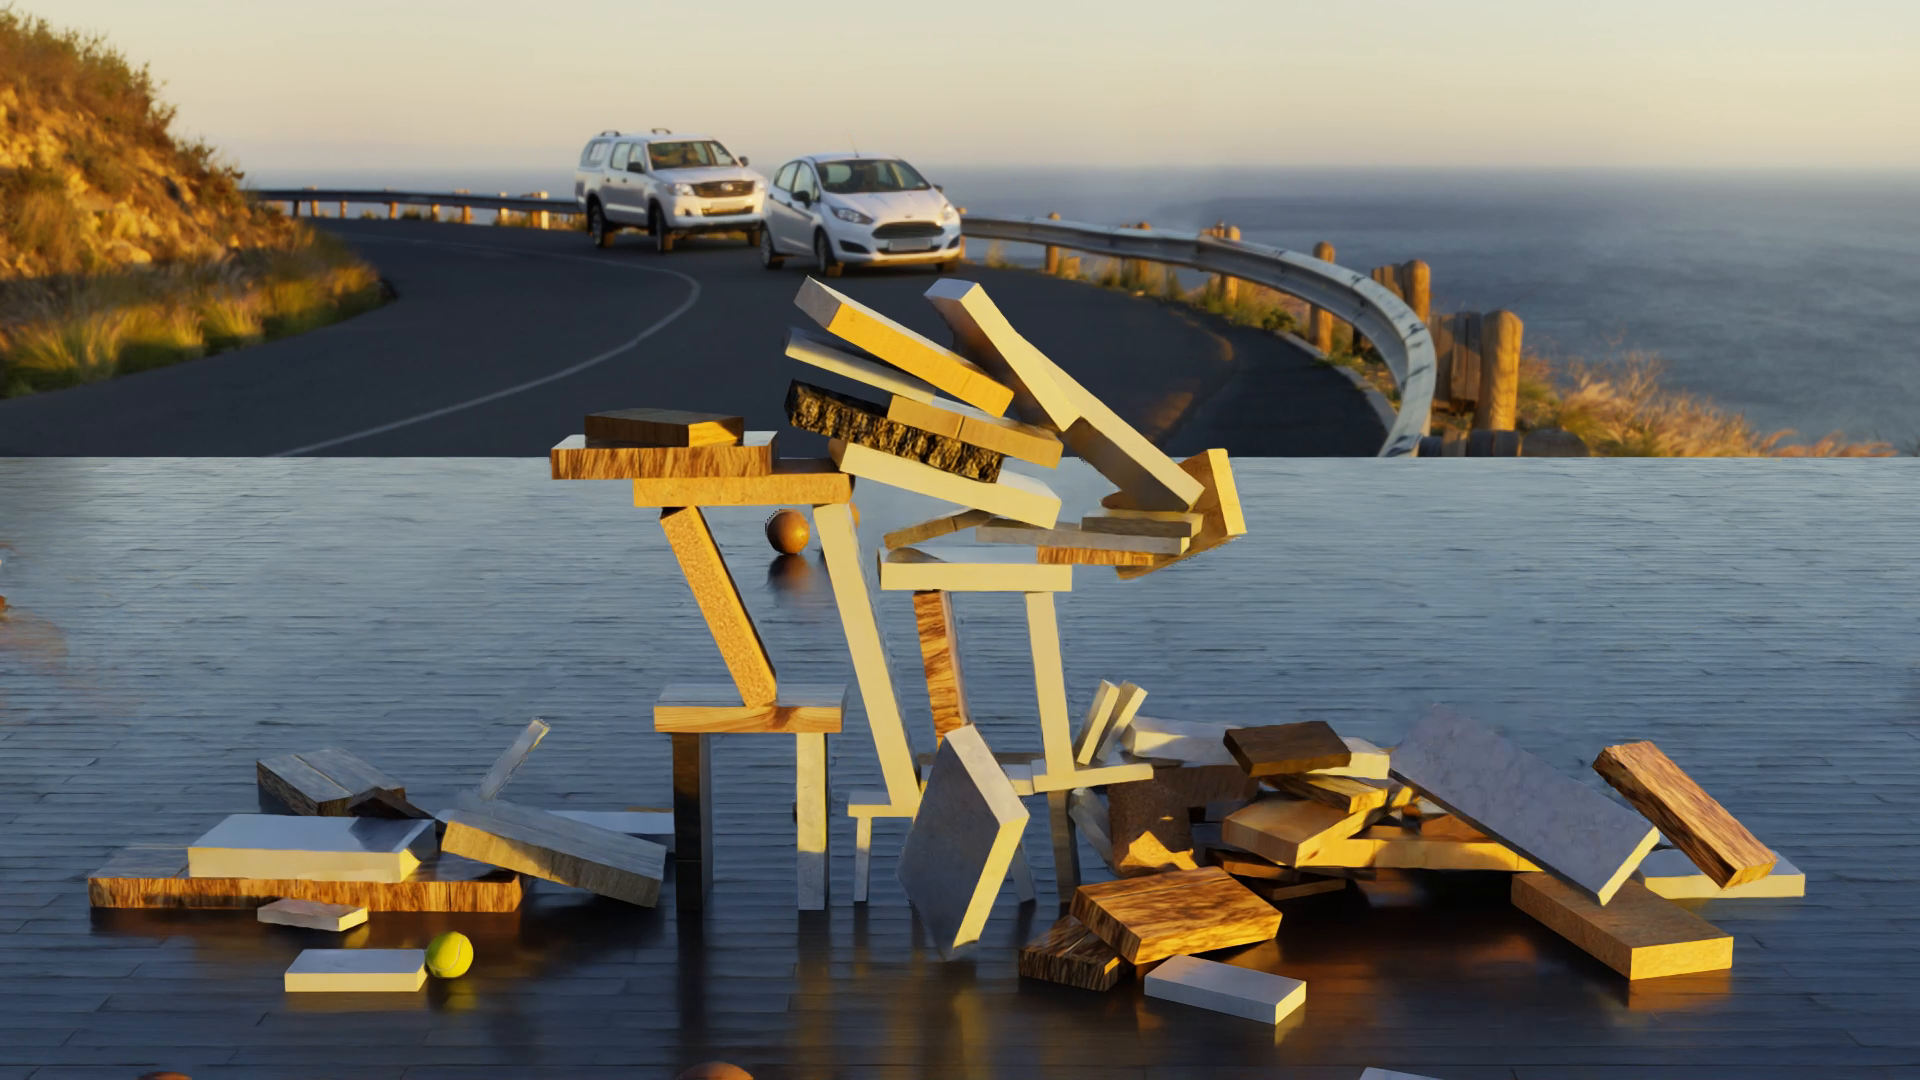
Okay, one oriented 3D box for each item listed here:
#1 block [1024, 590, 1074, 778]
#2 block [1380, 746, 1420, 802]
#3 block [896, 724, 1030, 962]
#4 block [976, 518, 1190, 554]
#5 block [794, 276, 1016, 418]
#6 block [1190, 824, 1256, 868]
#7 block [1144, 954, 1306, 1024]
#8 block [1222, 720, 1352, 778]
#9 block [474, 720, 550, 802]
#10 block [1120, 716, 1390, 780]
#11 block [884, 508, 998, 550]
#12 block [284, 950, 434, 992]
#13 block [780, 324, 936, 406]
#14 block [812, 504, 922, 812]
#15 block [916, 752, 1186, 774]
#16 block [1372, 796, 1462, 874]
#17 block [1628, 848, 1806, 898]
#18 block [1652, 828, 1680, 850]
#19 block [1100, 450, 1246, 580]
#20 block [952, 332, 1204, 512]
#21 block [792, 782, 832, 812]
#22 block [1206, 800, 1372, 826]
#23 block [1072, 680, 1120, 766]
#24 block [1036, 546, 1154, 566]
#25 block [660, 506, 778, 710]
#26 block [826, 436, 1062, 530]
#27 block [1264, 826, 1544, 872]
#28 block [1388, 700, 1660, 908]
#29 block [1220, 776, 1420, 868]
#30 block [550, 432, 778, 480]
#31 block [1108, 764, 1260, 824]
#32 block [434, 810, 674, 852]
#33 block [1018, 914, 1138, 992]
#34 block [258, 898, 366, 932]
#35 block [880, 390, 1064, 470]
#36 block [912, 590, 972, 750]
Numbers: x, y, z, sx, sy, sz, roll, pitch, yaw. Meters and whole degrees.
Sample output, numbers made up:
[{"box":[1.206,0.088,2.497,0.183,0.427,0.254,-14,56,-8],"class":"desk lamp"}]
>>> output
[{"box":[0.145,0.221,3.612,0.043,0.304,0.152,-7,9,1],"class":"block"},{"box":[0.654,0.458,4.040,0.349,0.049,0.175,-9,14,4],"class":"block"},{"box":[-0.001,0.456,3.279,0.048,0.383,0.168,-16,56,-27],"class":"block"},{"box":[0.198,-0.007,3.548,0.336,0.025,0.089,4,10,15],"class":"block"},{"box":[-0.088,-0.303,3.468,0.336,0.048,0.168,25,9,-29],"class":"block"},{"box":[0.528,0.529,3.816,0.310,0.044,0.155,-1,4,0],"class":"block"},{"box":[0.388,0.657,3.226,0.210,0.030,0.105,7,12,32],"class":"block"},{"box":[0.531,0.337,3.562,0.185,0.026,0.093,-3,32,-23],"class":"block"},{"box":[-0.728,0.359,3.579,0.021,0.151,0.076,38,-8,0],"class":"block"},{"box":[0.486,0.344,3.659,0.427,0.040,0.142,6,6,-7],"class":"block"},{"box":[-0.031,-0.024,3.607,0.177,0.025,0.089,-16,5,11],"class":"block"},{"box":[-0.900,0.645,3.298,0.196,0.028,0.098,0,11,0],"class":"block"},{"box":[-0.162,-0.279,3.486,0.242,0.034,0.121,18,10,-13],"class":"block"},{"box":[-0.149,0.176,3.600,0.048,0.516,0.169,-14,11,1],"class":"block"},{"box":[0.181,0.448,4.358,0.534,0.028,0.098,0,11,0],"class":"block"},{"box":[0.831,0.499,4.024,0.175,0.049,0.499,-3,11,-18],"class":"block"},{"box":[1.265,0.563,3.712,0.268,0.038,0.134,0,11,-2],"class":"block"},{"box":[1.267,0.536,3.877,0.210,0.030,0.105,2,11,10],"class":"block"},{"box":[0.363,-0.041,3.778,0.042,0.147,0.294,-5,-13,-36],"class":"block"},{"box":[0.191,-0.204,3.642,0.489,0.040,0.142,40,-17,7],"class":"block"},{"box":[-0.280,0.487,4.173,0.067,0.019,0.133,0,11,-1],"class":"block"},{"box":[0.562,0.467,3.760,0.253,0.036,0.126,4,-8,-20],"class":"block"},{"box":[0.223,0.300,3.621,0.019,0.134,0.067,23,3,-8],"class":"block"},{"box":[0.218,0.018,3.555,0.185,0.026,0.093,1,10,1],"class":"block"},{"box":[-0.388,0.096,3.554,0.048,0.338,0.169,-24,11,0],"class":"block"},{"box":[-0.028,-0.105,3.559,0.360,0.048,0.169,15,10,-14],"class":"block"},{"box":[0.730,0.510,3.658,0.474,0.044,0.155,3,1,-10],"class":"block"},{"box":[0.910,0.424,3.596,0.147,0.042,0.443,-46,46,-13],"class":"block"},{"box":[0.604,0.441,3.635,0.134,0.038,0.461,17,18,33],"class":"block"},{"box":[-0.467,-0.136,3.512,0.338,0.048,0.169,-1,11,1],"class":"block"},{"box":[0.403,0.459,3.942,0.253,0.036,0.126,-8,27,23],"class":"block"},{"box":[-0.721,0.521,3.946,0.456,0.034,0.121,1,11,3],"class":"block"},{"box":[0.219,0.619,3.403,0.142,0.040,0.284,6,12,28],"class":"block"},{"box":[-1.037,0.600,3.521,0.151,0.021,0.076,3,5,17],"class":"block"},{"box":[0.018,-0.185,3.540,0.284,0.040,0.142,16,10,-9],"class":"block"},{"box":[-0.023,0.227,3.594,0.043,0.318,0.152,-8,10,6],"class":"block"}]
